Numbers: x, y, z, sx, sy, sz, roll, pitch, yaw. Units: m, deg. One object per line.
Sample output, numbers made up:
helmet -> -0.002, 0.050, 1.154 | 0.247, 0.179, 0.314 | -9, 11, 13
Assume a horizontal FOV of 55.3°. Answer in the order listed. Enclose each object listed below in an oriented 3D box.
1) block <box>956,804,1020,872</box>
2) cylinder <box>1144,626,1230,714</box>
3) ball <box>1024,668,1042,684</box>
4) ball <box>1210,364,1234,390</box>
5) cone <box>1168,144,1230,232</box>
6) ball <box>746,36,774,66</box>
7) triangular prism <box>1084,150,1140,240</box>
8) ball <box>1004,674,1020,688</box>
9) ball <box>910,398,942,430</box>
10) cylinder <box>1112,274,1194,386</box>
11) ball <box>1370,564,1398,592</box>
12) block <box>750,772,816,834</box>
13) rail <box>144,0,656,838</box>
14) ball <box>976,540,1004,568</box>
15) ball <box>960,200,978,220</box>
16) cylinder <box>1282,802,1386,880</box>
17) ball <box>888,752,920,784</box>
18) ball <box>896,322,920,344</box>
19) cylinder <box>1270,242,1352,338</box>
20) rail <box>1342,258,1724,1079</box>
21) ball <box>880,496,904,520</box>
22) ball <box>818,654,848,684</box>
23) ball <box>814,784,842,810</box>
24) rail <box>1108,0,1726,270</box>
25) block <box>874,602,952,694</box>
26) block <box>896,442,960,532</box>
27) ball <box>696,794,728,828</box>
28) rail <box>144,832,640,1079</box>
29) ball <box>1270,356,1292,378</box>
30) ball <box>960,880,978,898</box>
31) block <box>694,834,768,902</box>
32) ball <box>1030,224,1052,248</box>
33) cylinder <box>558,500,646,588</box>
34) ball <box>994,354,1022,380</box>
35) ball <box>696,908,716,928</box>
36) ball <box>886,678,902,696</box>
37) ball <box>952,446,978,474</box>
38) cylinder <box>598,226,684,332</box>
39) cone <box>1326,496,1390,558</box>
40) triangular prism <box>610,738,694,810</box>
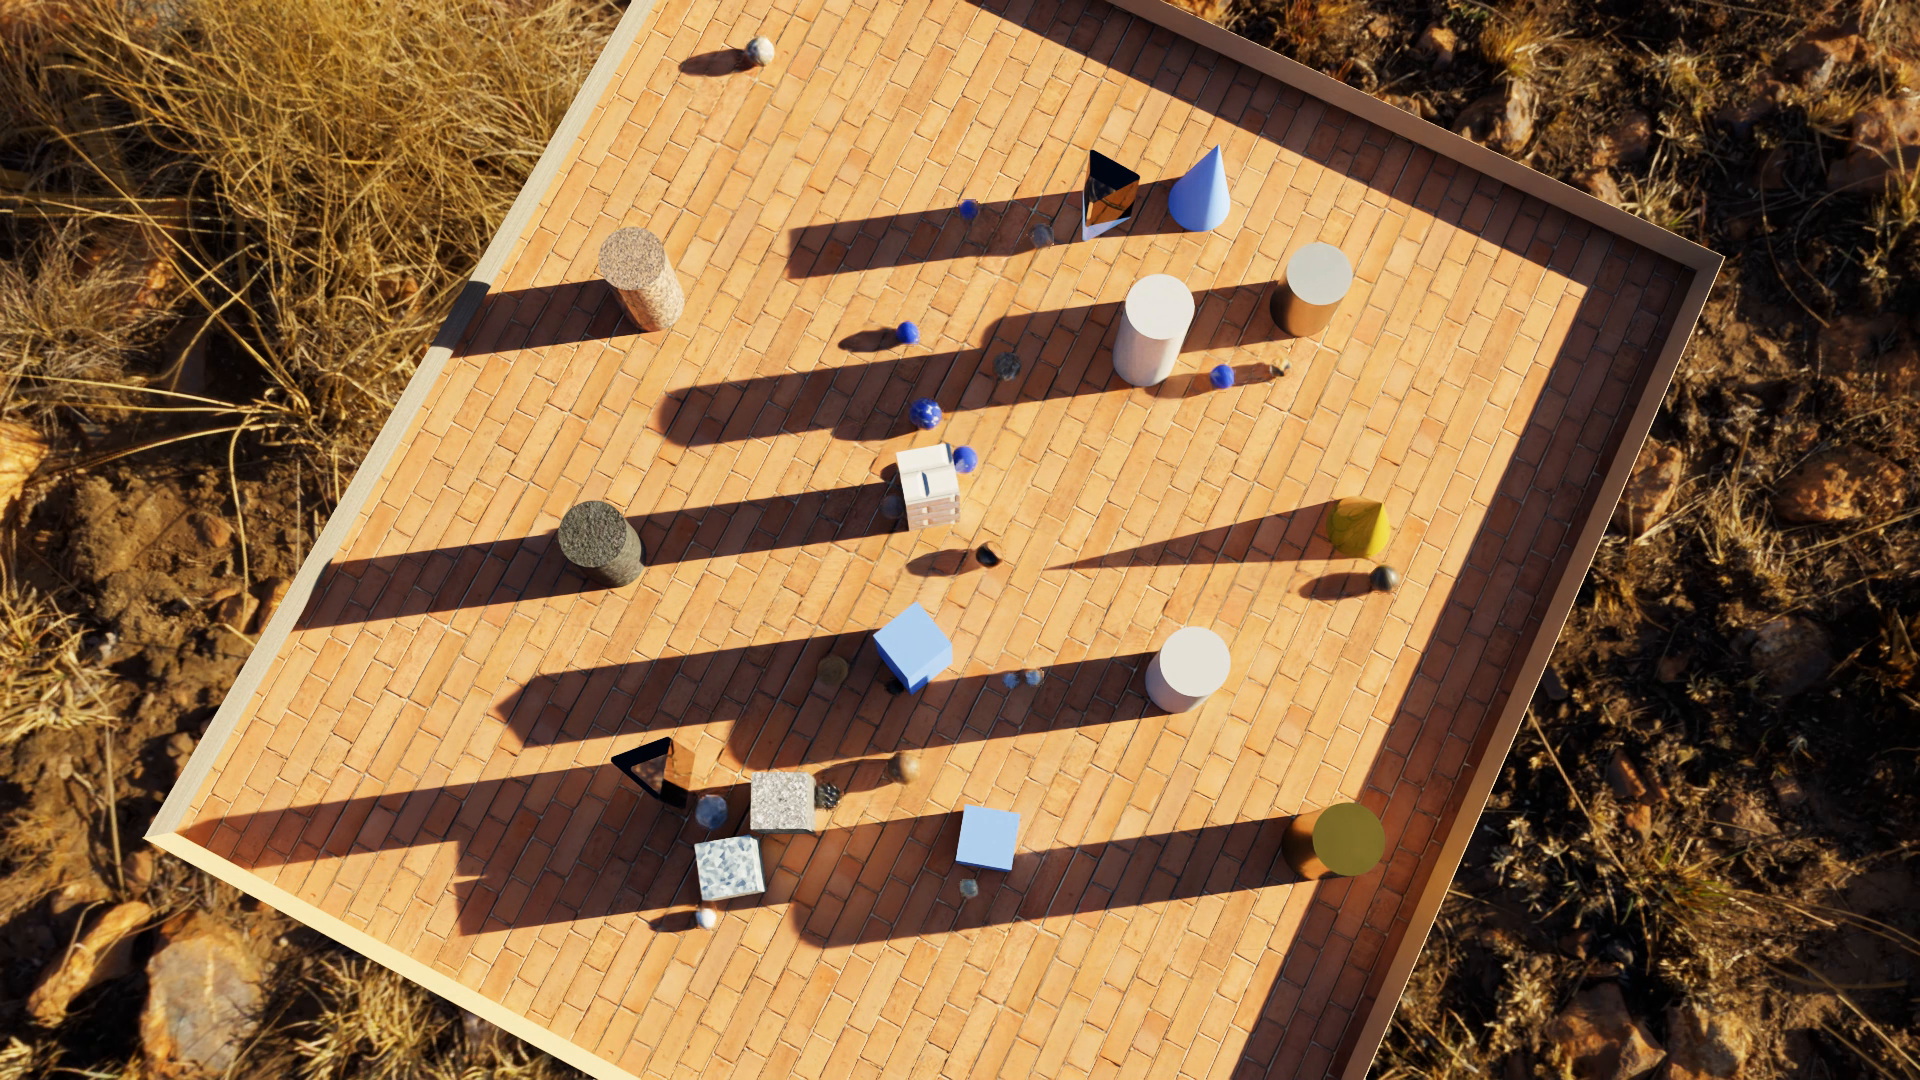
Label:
block -> 0.079, 0.864, 5.294 | 0.158, 0.281, 0.158 | 9, 78, 2
cylinder -> 0.656, 0.382, 5.321 | 0.197, 0.423, 0.197 | 0, 78, 0
ball -> 0.220, 0.411, 5.506 | 0.050, 0.050, 0.050 | 0, 78, 0
ball -> 0.812, -0.505, 5.681 | 0.079, 0.079, 0.079 | 0, 78, 0
cone -> 0.762, -1.121, 5.616 | 0.197, 0.456, 0.197 | 0, 78, 0
ball -> -0.642, -1.572, 5.896 | 0.090, 0.090, 0.090 | 0, 78, 0
triangular prism -> 0.433, -1.085, 5.680 | 0.171, 0.316, 0.148 | -29, 80, -6
ball -> 0.156, 0.423, 5.506 | 0.045, 0.045, 0.045 | 0, 78, 0
ball -> -0.105, -0.386, 5.646 | 0.099, 0.099, 0.099 | 0, 78, 0
cylinder -> 0.575, -0.622, 5.501 | 0.197, 0.479, 0.197 | 0, 78, 0
ball -> 1.285, 0.117, 5.549 | 0.084, 0.084, 0.084 | 0, 78, 0
block -> -0.509, 0.763, 5.303 | 0.158, 0.304, 0.158 | 0, 78, 0
rail -> -1.517, -0.736, 5.702 | 0.045, 0.128, 3.707 | 26, 80, 5
ball -> 0.089, 0.044, 5.565 | 0.084, 0.084, 0.084 | 0, 78, 0
ball -> 0.029, -1.046, 5.802 | 0.061, 0.061, 0.061 | 0, 78, 0
cylinder -> 1.051, 0.857, 5.189 | 0.197, 0.489, 0.197 | 0, 78, 0
ball -> -0.165, 0.676, 5.427 | 0.097, 0.097, 0.097 | 0, 78, 0
ball -> -0.164, -0.646, 5.713 | 0.073, 0.073, 0.073 | 0, 78, 0
cylinder -> 1.073, -0.764, 5.618 | 0.197, 0.307, 0.197 | 0, 78, 0
rail -> 1.517, 0.749, 5.395 | 0.045, 0.128, 3.707 | 26, 80, 5
ball -> -0.206, -0.100, 5.599 | 0.075, 0.075, 0.075 | 0, 78, 0
ball -> -0.379, 0.388, 5.490 | 0.091, 0.091, 0.091 | 0, 78, 0
ball -> -0.390, 0.760, 5.418 | 0.080, 0.080, 0.080 | 0, 78, 0
rail -> 0.818, -1.596, 5.880 | 3.439, 0.128, 0.045 | 26, 80, 5
block -> -0.134, 0.320, 5.351 | 0.158, 0.391, 0.158 | -38, 81, -7
block -> -0.092, -0.154, 5.461 | 0.158, 0.367, 0.158 | -11, 79, -2
ball -> -0.731, 0.799, 5.401 | 0.098, 0.098, 0.098 | 0, 78, 0
rail -> -0.818, 1.609, 5.217 | 3.439, 0.128, 0.045 | 26, 80, 5
ball -> 0.997, -0.536, 5.693 | 0.068, 0.068, 0.068 | 0, 78, 0
ball -> 0.027, 1.024, 5.377 | 0.053, 0.053, 0.053 | 0, 78, 0
block -> -0.660, 0.949, 5.292 | 0.158, 0.251, 0.158 | -10, 78, -2
ball -> 0.255, -0.956, 5.777 | 0.074, 0.074, 0.074 | 0, 78, 0
cylinder -> -1.057, 0.016, 5.439 | 0.197, 0.341, 0.197 | 0, 78, 0
ball -> 0.148, -0.536, 5.684 | 0.085, 0.085, 0.085 | 0, 78, 0
ball -> -0.745, 1.105, 5.358 | 0.058, 0.058, 0.058 | 0, 78, 0
ball -> -0.197, 0.441, 5.500 | 0.050, 0.050, 0.050 | 0, 78, 0
ball -> 0.012, -0.244, 5.623 | 0.086, 0.086, 0.086 | 0, 78, 0
cylinder -> -0.966, -0.789, 5.580 | 0.197, 0.391, 0.197 | 0, 78, 0
cone -> 1.222, -0.074, 5.462 | 0.197, 0.333, 0.197 | 0, 78, 0
triangular prism -> -0.841, 0.644, 5.239 | 0.171, 0.479, 0.148 | 39, 81, 7
